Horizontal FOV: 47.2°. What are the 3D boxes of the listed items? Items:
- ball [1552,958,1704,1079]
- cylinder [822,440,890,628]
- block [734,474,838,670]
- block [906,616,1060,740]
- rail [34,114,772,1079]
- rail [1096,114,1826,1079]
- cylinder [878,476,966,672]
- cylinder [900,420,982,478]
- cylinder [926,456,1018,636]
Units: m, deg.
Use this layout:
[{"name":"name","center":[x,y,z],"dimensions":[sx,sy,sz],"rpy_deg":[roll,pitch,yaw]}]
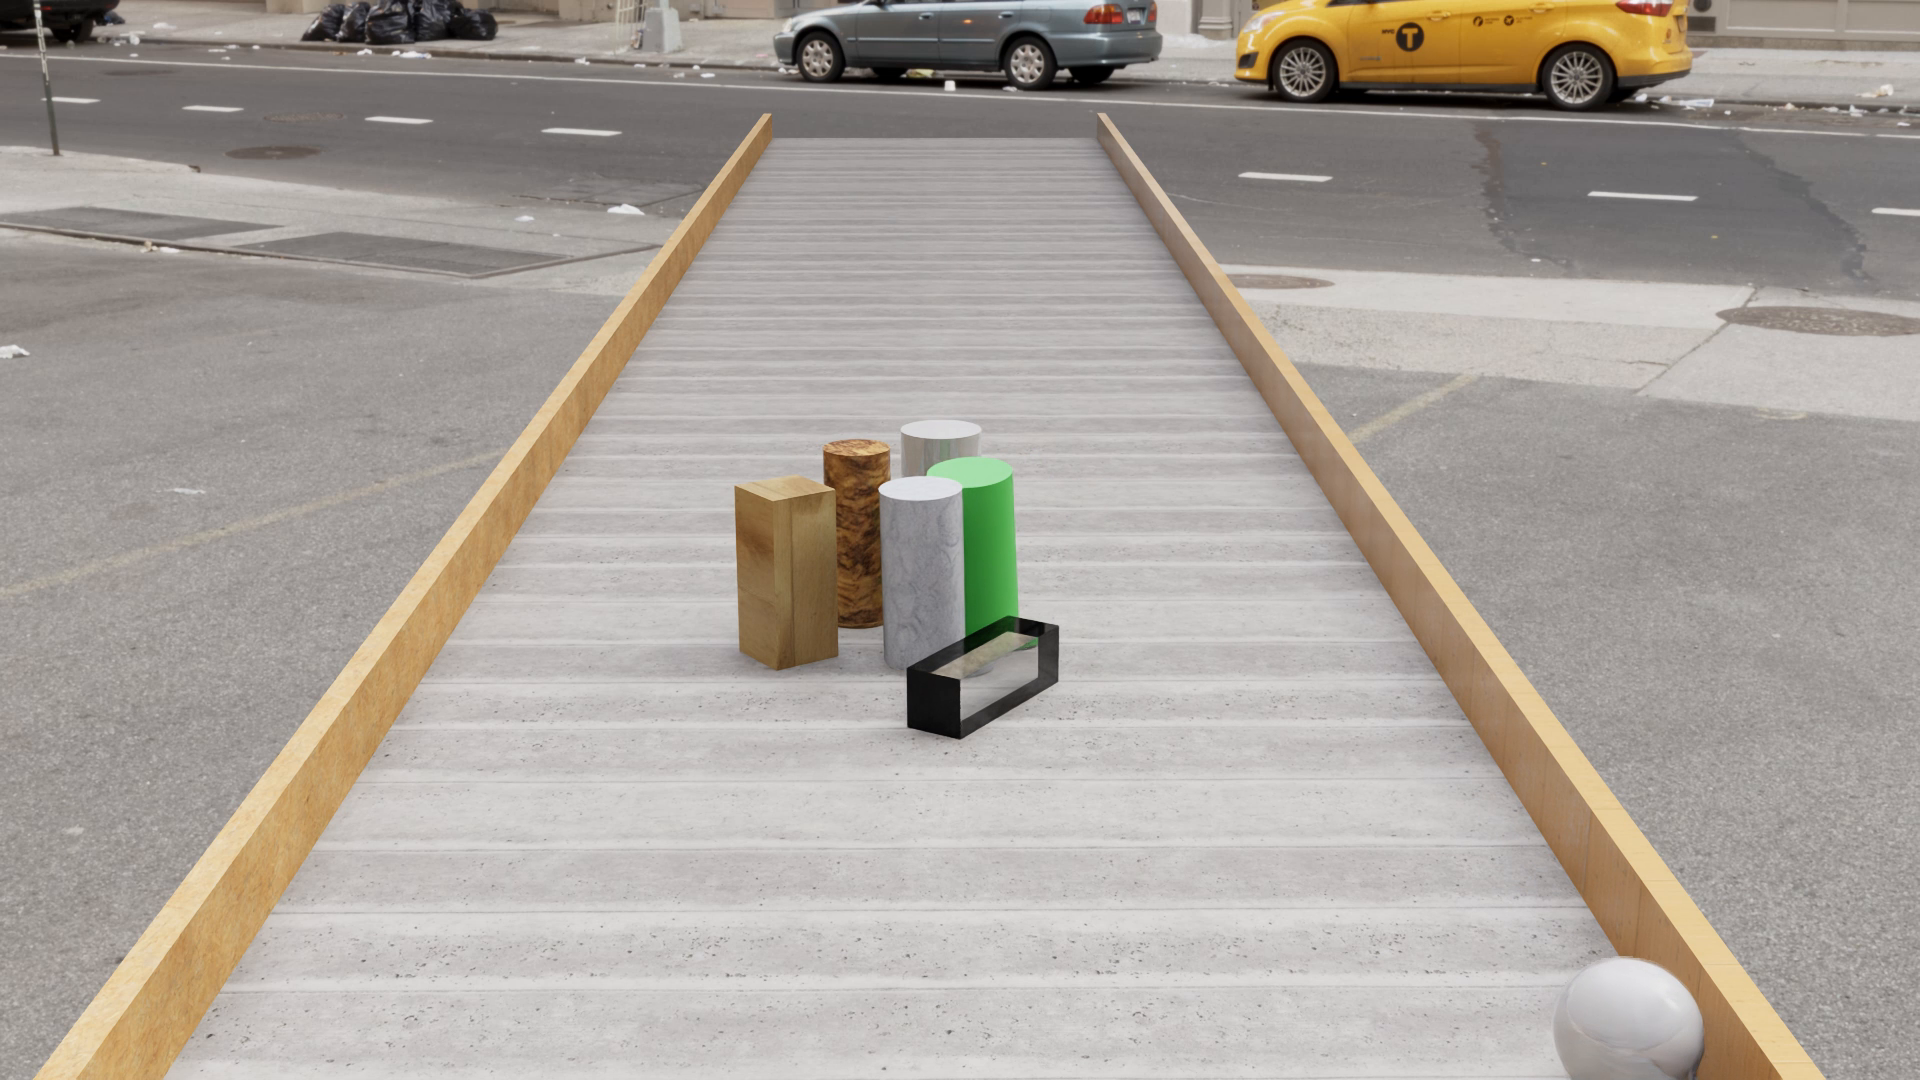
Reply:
[{"name":"ball","center":[0.849,0.626,2.796],"dimensions":[0.185,0.185,0.185],"rpy_deg":[0,17,0]},{"name":"cylinder","center":[-0.215,-0.013,4.614],"dimensions":[0.140,0.374,0.140],"rpy_deg":[0,17,0]},{"name":"block","center":[-0.347,0.063,4.403],"dimensions":[0.145,0.349,0.145],"rpy_deg":[-12,20,-34]},{"name":"block","center":[0.047,0.256,4.162],"dimensions":[0.117,0.117,0.359],"rpy_deg":[10,19,31]},{"name":"rail","center":[-1.118,-0.838,7.780],"dimensions":[0.050,0.150,12.000],"rpy_deg":[0,17,-1]},{"name":"rail","center":[0.932,-0.844,7.801],"dimensions":[0.050,0.150,12.000],"rpy_deg":[0,17,-1]},{"name":"cylinder","center":[-0.074,0.067,4.367],"dimensions":[0.165,0.356,0.165],"rpy_deg":[-1,18,0]},{"name":"cylinder","center":[-0.042,-0.080,4.894],"dimensions":[0.179,0.343,0.179],"rpy_deg":[0,17,0]},{"name":"cylinder","center":[0.028,0.022,4.515],"dimensions":[0.174,0.346,0.174],"rpy_deg":[-3,23,1]}]
